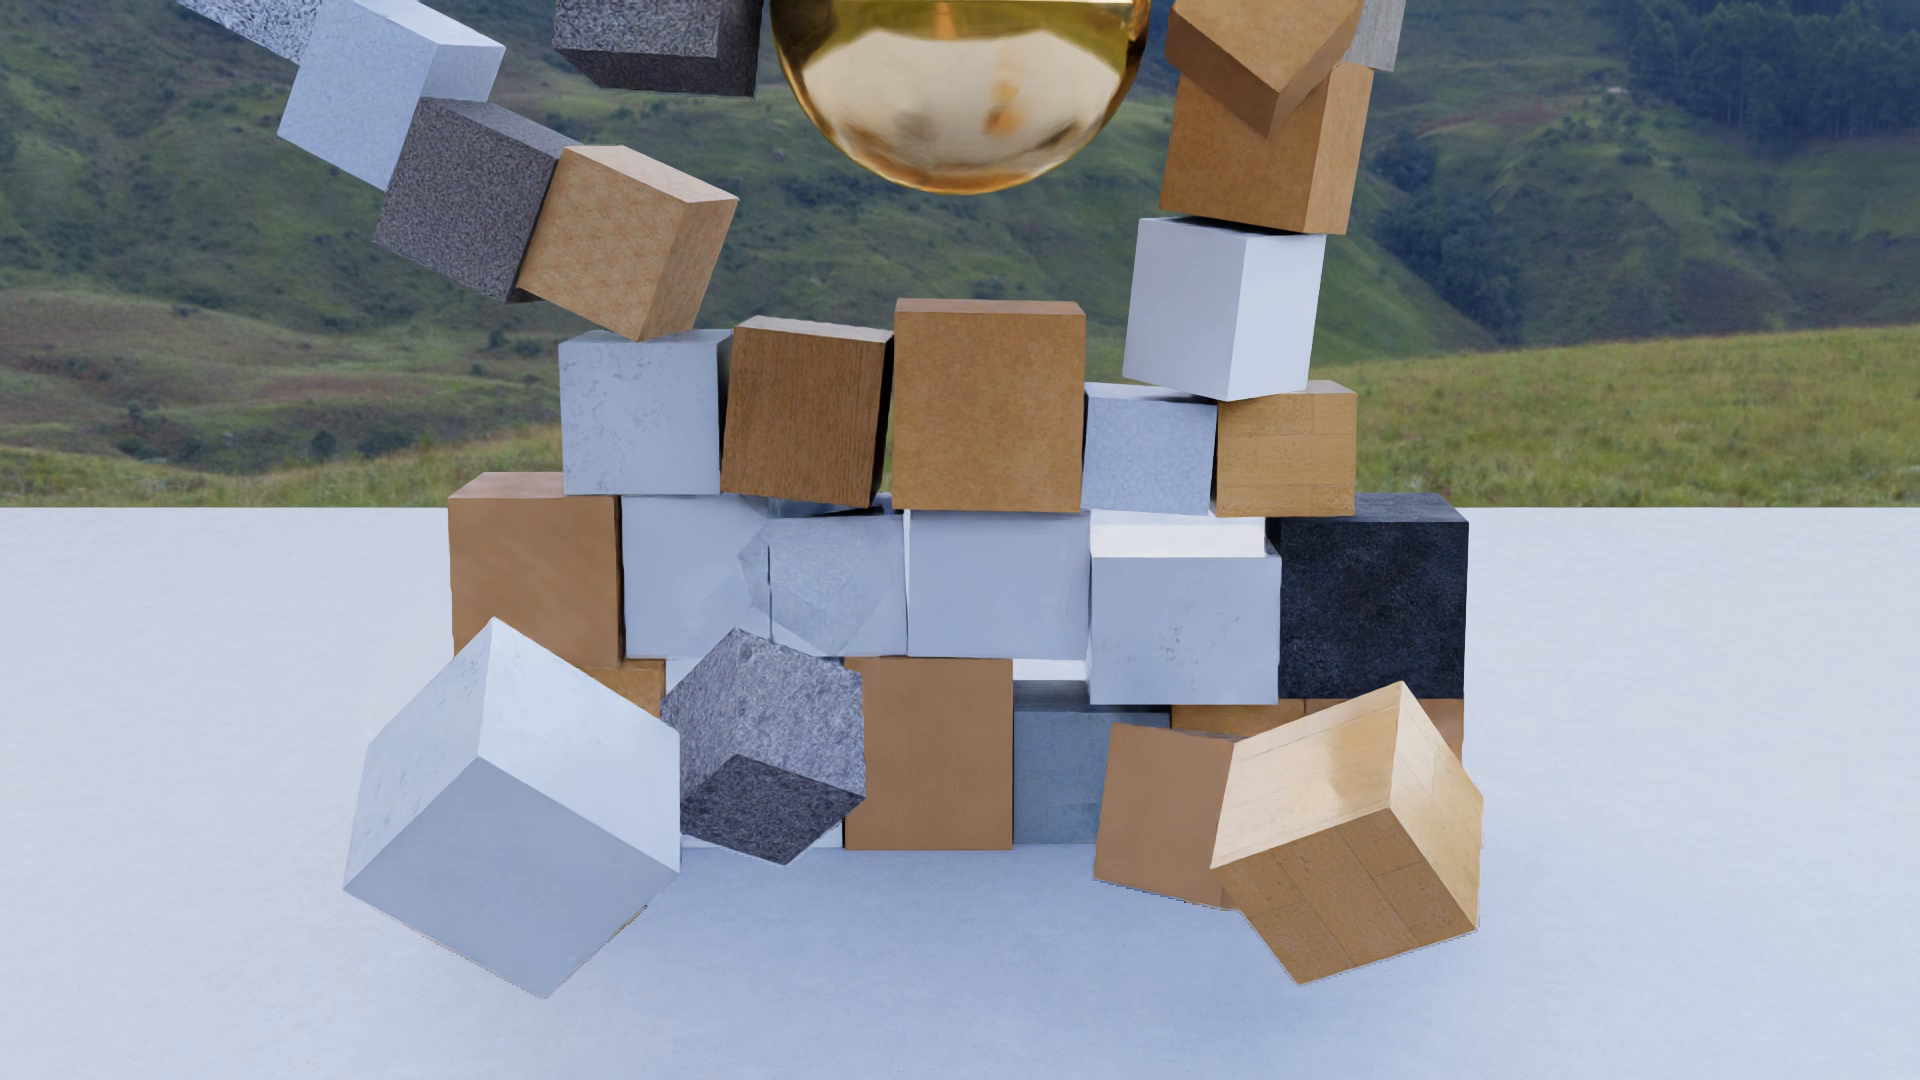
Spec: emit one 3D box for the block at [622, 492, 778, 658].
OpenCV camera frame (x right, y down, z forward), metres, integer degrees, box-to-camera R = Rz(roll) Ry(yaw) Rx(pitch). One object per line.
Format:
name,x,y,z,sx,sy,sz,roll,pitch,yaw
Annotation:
block,-1.304,0.115,11.206,0.717,0.835,0.702,0,10,0

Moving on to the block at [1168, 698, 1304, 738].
block,1.387,1.100,11.390,0.653,0.760,0.752,0,10,0

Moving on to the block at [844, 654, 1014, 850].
block,-0.156,0.993,11.369,0.837,0.978,0.897,0,10,0

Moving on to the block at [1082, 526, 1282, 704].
block,1.111,0.367,11.230,0.923,0.739,0.909,0,10,1

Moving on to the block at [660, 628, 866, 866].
block,-0.819,0.856,9.038,0.616,0.599,0.615,23,43,-29

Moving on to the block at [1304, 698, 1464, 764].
block,2.117,1.088,11.374,0.787,0.790,0.754,0,10,0

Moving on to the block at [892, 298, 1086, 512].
block,0.132,-0.691,10.996,0.913,0.955,0.899,1,10,-1

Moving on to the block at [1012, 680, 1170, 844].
block,0.660,1.138,11.379,0.781,0.689,0.661,0,10,0

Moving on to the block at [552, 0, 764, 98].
block,-1.190,-2.241,8.865,0.658,0.728,0.670,5,-1,8

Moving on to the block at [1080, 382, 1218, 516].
block,0.914,-0.465,11.041,0.627,0.549,0.673,4,10,-2

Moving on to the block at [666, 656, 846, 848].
block,-1.028,0.998,11.379,0.868,0.965,0.819,0,10,0

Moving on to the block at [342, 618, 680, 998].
block,-1.652,1.001,8.232,0.892,0.796,0.805,36,23,-27

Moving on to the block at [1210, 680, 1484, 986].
block,1.358,1.018,7.649,0.684,0.588,0.670,-25,25,29

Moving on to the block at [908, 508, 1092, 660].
block,0.195,0.143,11.194,0.884,0.755,0.802,1,10,0

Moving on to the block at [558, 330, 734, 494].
block,-1.535,-0.655,11.049,0.772,0.737,0.754,0,11,3

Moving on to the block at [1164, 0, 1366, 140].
block,1.333,-2.259,9.705,0.608,0.585,0.508,41,-8,10

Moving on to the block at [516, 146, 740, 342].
block,-1.647,-1.490,10.968,0.683,0.729,0.701,25,16,10

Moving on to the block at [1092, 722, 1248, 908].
block,1.079,1.120,8.928,0.718,0.636,0.709,9,-3,-40

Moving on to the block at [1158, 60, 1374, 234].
block,1.492,-1.948,10.673,0.739,0.811,0.664,14,12,25

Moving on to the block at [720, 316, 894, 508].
block,-0.743,-0.654,10.950,0.727,0.802,0.799,7,10,1

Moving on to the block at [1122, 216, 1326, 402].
block,1.293,-1.150,10.771,0.627,0.778,0.693,17,19,38

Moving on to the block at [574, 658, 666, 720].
block,-1.997,1.013,11.355,1.045,0.945,1.036,0,10,0

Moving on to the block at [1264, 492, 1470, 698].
block,2.045,0.266,11.221,0.904,0.883,0.934,0,10,3

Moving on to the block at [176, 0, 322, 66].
block,-3.381,-2.857,11.226,0.808,0.673,0.760,28,10,9

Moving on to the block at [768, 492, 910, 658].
block,-0.602,0.168,11.206,0.666,0.706,0.726,-2,10,0

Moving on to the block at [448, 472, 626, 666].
block,-2.089,0.134,11.186,0.811,0.845,0.855,0,10,0

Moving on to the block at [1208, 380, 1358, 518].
block,1.592,-0.470,11.112,0.683,0.609,0.647,-1,10,-2

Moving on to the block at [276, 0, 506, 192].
block,-2.868,-2.277,11.132,0.651,0.783,0.709,28,17,9

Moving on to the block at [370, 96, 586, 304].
block,-2.332,-1.714,11.108,0.773,0.762,0.784,25,14,10

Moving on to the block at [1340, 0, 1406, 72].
block,1.693,-2.672,10.673,0.691,0.654,0.708,16,14,35

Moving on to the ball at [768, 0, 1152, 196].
ball,0.000,-2.246,9.177,1.600,1.600,1.600,0,10,0
